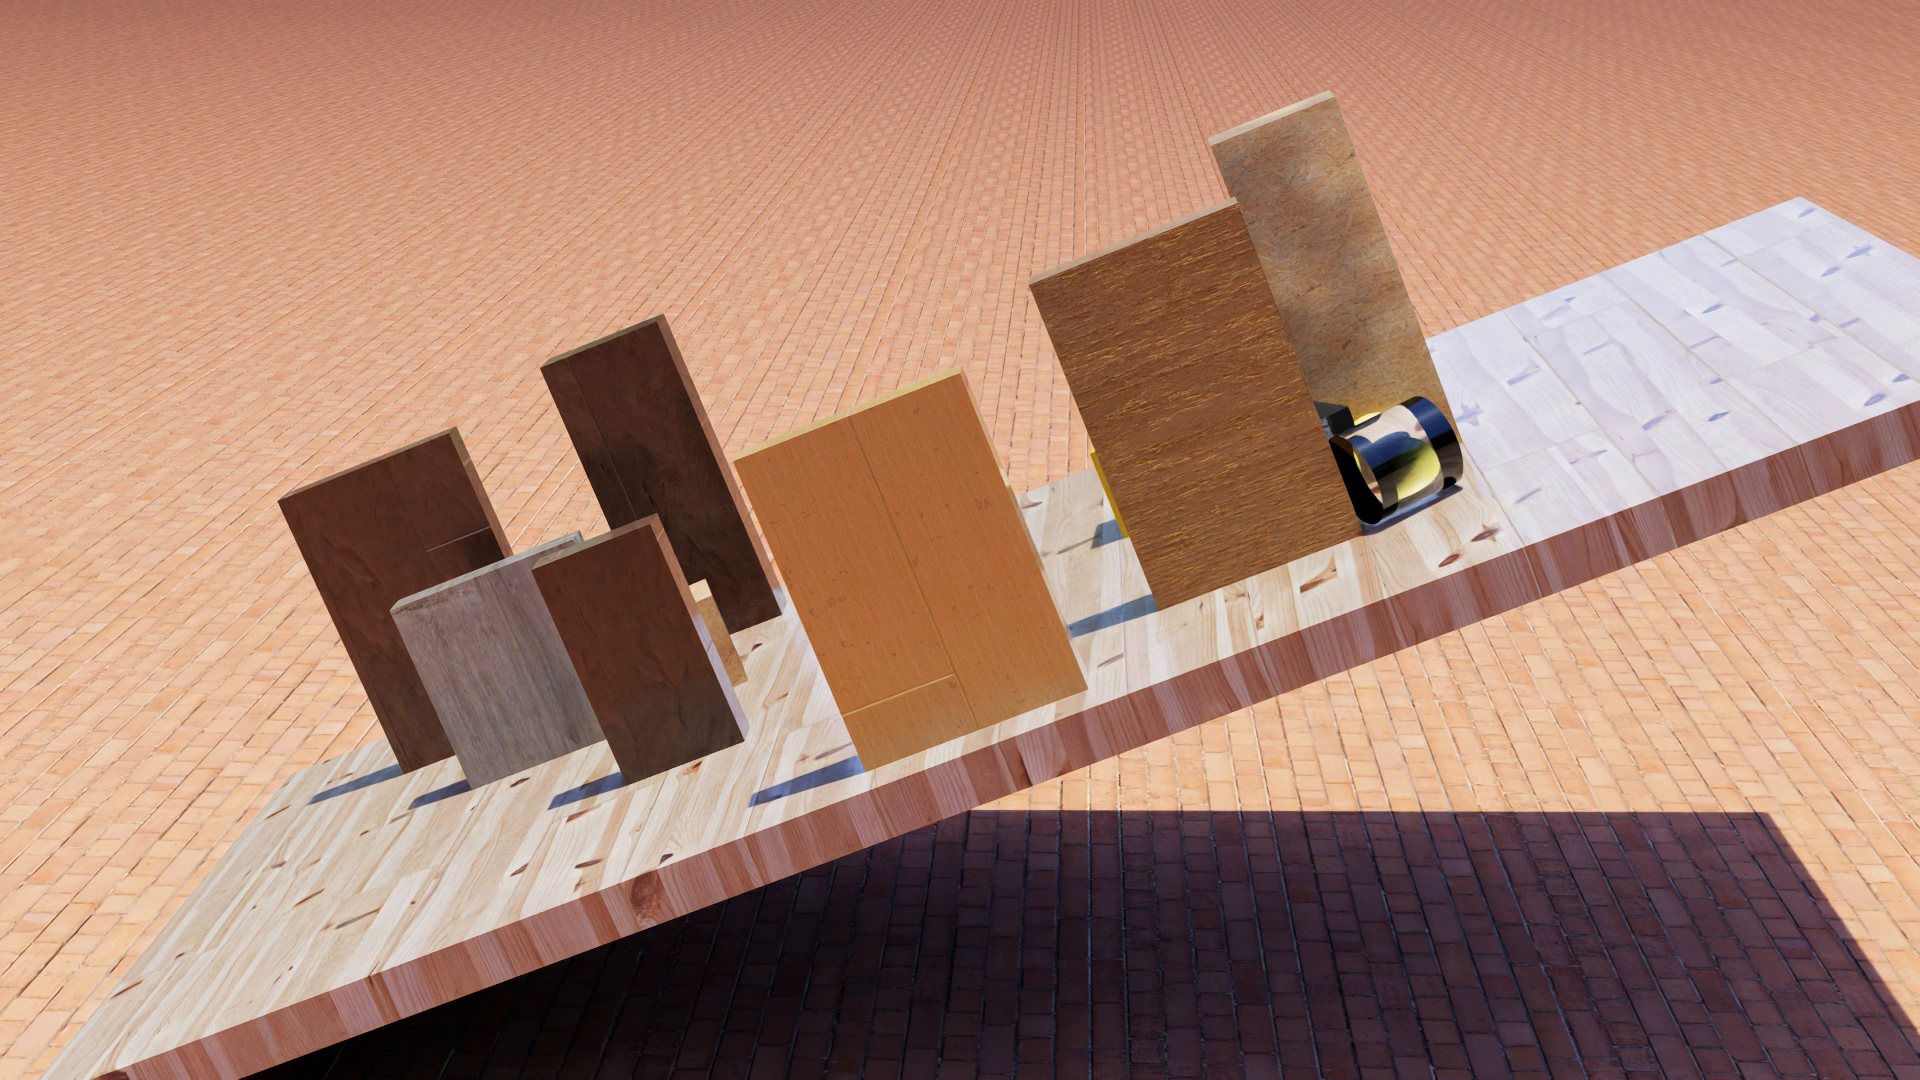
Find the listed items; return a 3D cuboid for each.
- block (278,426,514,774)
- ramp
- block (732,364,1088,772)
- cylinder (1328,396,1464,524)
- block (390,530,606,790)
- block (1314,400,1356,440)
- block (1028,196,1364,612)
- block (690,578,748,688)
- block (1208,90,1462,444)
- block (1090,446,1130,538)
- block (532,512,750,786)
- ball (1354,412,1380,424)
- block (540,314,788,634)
[{"bbox_3d":[-1.246,0.145,6.915,0.441,0.715,0.085,-21,12,7],"label":"block"},{"bbox_3d":[0.124,0.173,6.291,4.000,0.100,2.000,-21,12,7],"label":"ramp"},{"bbox_3d":[-0.086,0.056,5.407,0.444,0.635,0.084,-21,12,7],"label":"block"},{"bbox_3d":[0.846,-0.155,5.726,0.190,0.190,0.190,-26,22,-16],"label":"cylinder"},{"bbox_3d":[-0.963,0.267,6.523,0.442,0.445,0.090,-21,12,7],"label":"block"},{"bbox_3d":[0.691,-0.144,5.926,0.201,0.201,0.201,-25,12,-11],"label":"block"},{"bbox_3d":[0.457,-0.259,5.673,0.423,0.689,0.096,-21,12,7],"label":"block"},{"bbox_3d":[-0.619,0.241,6.585,0.210,0.210,0.210,-23,12,-4],"label":"block"},{"bbox_3d":[0.772,-0.514,6.052,0.266,0.759,0.147,-21,12,7],"label":"block"},{"bbox_3d":[0.424,-0.156,6.453,0.204,0.204,0.204,-20,12,12],"label":"block"},{"bbox_3d":[-0.653,0.225,6.035,0.264,0.492,0.098,-21,12,7],"label":"block"},{"bbox_3d":[0.850,-0.189,5.980,0.141,0.141,0.141,0,14,0],"label":"ball"},{"bbox_3d":[-0.702,-0.126,7.010,0.300,0.761,0.119,-21,12,7],"label":"block"}]
